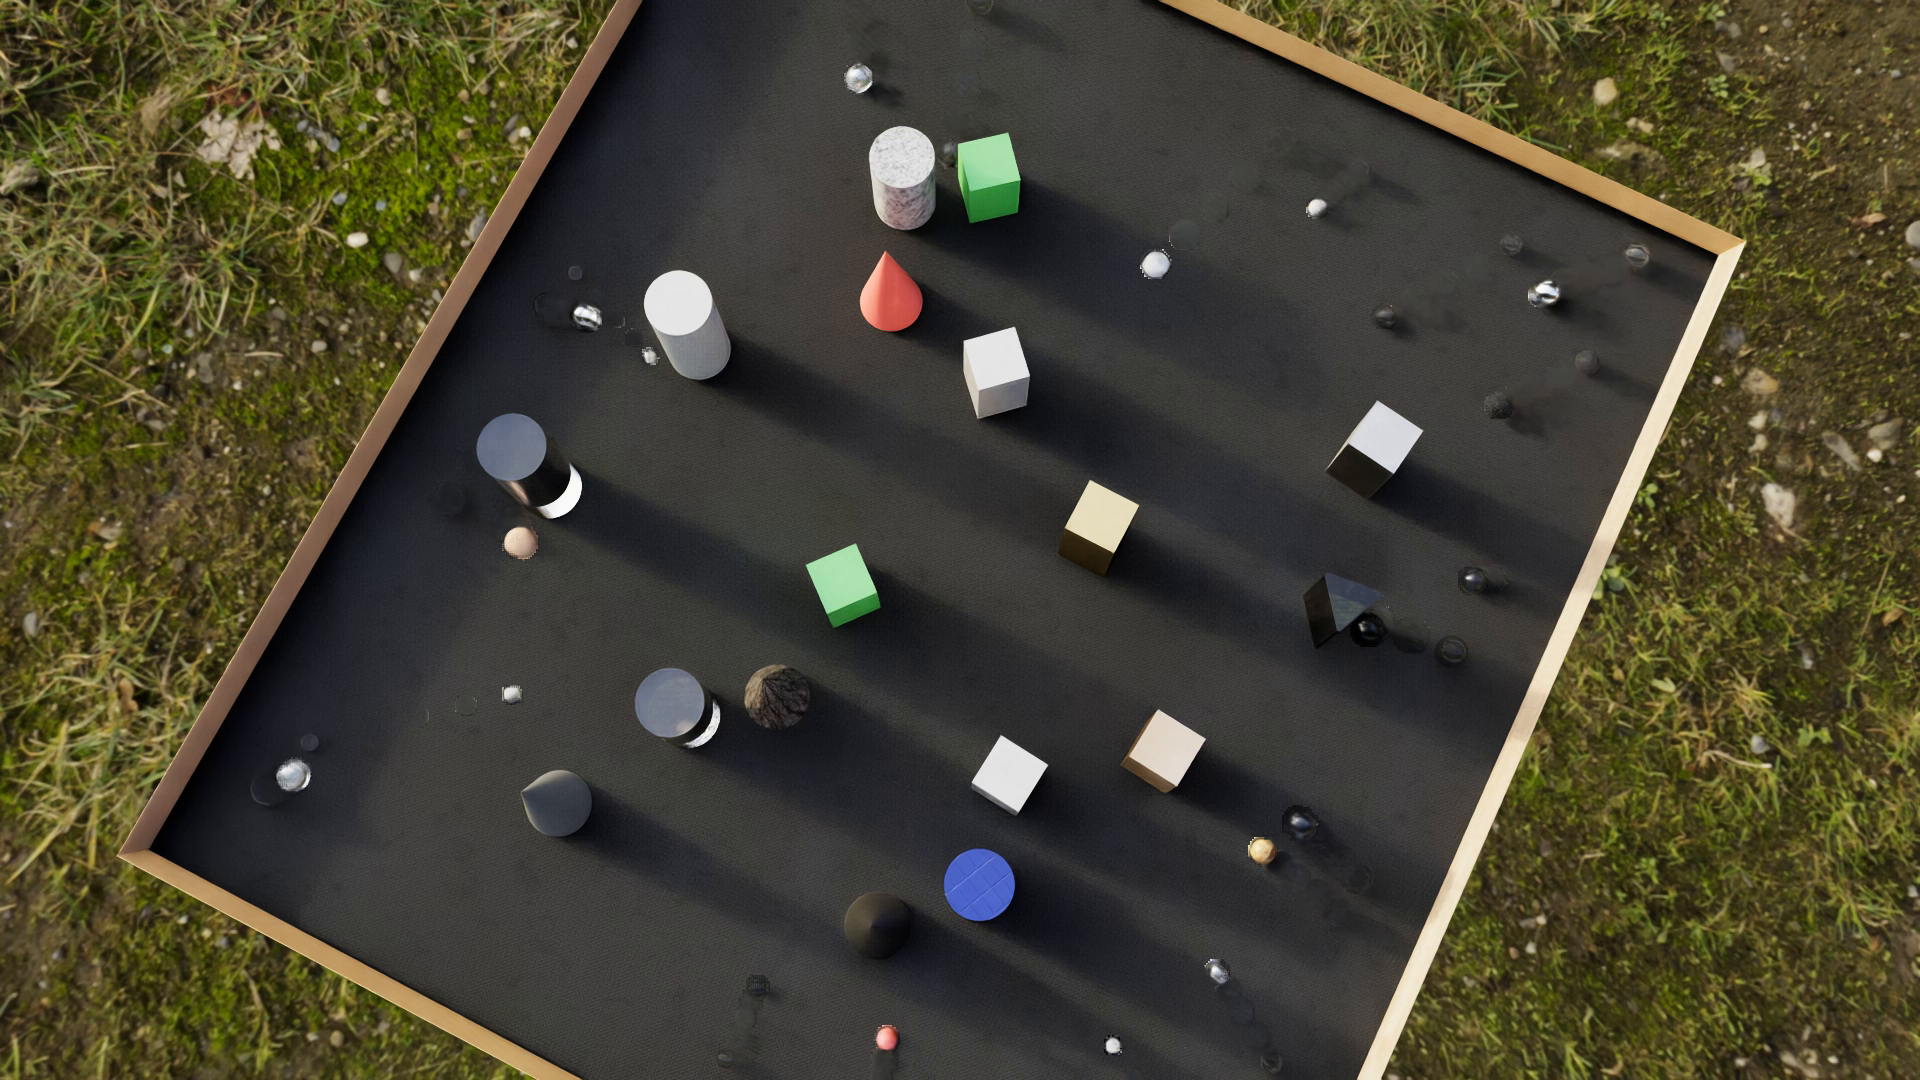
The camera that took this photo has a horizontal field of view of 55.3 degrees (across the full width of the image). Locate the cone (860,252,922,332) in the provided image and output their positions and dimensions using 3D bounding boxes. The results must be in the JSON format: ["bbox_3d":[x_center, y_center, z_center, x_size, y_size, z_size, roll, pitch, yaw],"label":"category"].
[{"bbox_3d":[-0.216,-0.797,5.553,0.197,0.448,0.197,0,78,0],"label":"cone"}]

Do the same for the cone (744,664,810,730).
[{"bbox_3d":[-0.551,0.430,5.312,0.197,0.422,0.197,0,78,0],"label":"cone"}]

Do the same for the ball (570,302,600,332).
[{"bbox_3d":[-1.167,-0.697,5.713,0.093,0.093,0.093,0,78,0],"label":"ball"}]

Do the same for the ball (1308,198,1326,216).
[{"bbox_3d":[1.133,-1.053,5.805,0.057,0.057,0.057,0,78,0],"label":"ball"}]

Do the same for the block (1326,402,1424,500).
[{"bbox_3d":[1.237,-0.264,5.494,0.158,0.346,0.158,35,80,7],"label":"block"}]

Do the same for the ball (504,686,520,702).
[{"bbox_3d":[-1.344,0.464,5.495,0.050,0.050,0.050,0,78,0],"label":"ball"}]

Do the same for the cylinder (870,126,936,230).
[{"bbox_3d":[-0.174,-1.115,5.672,0.197,0.343,0.197,0,78,0],"label":"cylinder"}]

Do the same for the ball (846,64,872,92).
[{"bbox_3d":[-0.324,-1.480,5.878,0.089,0.089,0.089,0,78,0],"label":"ball"}]

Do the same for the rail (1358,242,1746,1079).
[{"bbox_3d":[1.553,0.767,5.391,0.045,0.128,3.860,26,80,5],"label":"rail"}]

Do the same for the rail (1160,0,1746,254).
[{"bbox_3d":[0.852,-1.663,5.894,3.521,0.128,0.045,26,80,5],"label":"rail"}]

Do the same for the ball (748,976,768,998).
[{"bbox_3d":[-0.586,1.296,5.318,0.059,0.059,0.059,0,78,0],"label":"ball"}]

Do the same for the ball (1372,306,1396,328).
[{"bbox_3d":[1.326,-0.696,5.725,0.070,0.070,0.070,0,78,0],"label":"ball"}]

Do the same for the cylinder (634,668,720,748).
[{"bbox_3d":[-0.819,0.493,5.338,0.197,0.346,0.197,0,78,0],"label":"cylinder"}]

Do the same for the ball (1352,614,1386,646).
[{"bbox_3d":[1.230,0.269,5.511,0.099,0.099,0.099,0,78,0],"label":"ball"}]

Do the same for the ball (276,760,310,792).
[{"bbox_3d":[-1.972,0.697,5.424,0.095,0.095,0.095,0,78,0],"label":"ball"}]

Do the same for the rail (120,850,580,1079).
[{"bbox_3d":[-0.852,1.676,5.203,3.521,0.128,0.045,26,80,5],"label":"rail"}]

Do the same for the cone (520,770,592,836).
[{"bbox_3d":[-1.194,0.734,5.216,0.197,0.487,0.197,0,78,0],"label":"cone"}]

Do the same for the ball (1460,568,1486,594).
[{"bbox_3d":[1.555,0.122,5.551,0.079,0.079,0.079,0,78,0],"label":"ball"}]

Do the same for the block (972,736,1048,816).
[{"bbox_3d":[0.142,0.691,5.343,0.158,0.256,0.158,32,80,6],"label":"block"}]

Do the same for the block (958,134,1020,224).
[{"bbox_3d":[0.089,-1.126,5.714,0.158,0.265,0.158,-13,79,-3],"label":"block"}]

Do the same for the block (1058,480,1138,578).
[{"bbox_3d":[0.405,-0.027,5.421,0.158,0.393,0.158,28,80,5],"label":"block"}]

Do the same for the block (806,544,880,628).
[{"bbox_3d":[-0.344,0.139,5.451,0.158,0.267,0.158,-23,79,-5],"label":"block"}]

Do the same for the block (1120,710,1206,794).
[{"bbox_3d":[0.587,0.618,5.333,0.158,0.304,0.158,32,80,6],"label":"block"}]

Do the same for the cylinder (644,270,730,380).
[{"bbox_3d":[-0.816,-0.641,5.523,0.197,0.444,0.197,0,78,0],"label":"cylinder"}]

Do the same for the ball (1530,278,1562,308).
[{"bbox_3d":[1.832,-0.771,5.729,0.092,0.092,0.092,0,78,0],"label":"ball"}]

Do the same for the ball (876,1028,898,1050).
[{"bbox_3d":[-0.210,1.440,5.287,0.063,0.063,0.063,0,78,0],"label":"ball"}]

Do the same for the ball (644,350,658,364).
[{"bbox_3d":[-0.965,-0.571,5.713,0.043,0.043,0.043,0,78,0],"label":"ball"}]

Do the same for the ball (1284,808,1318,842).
[{"bbox_3d":[1.002,0.837,5.393,0.098,0.098,0.098,0,78,0],"label":"ball"}]

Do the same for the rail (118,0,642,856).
[{"bbox_3d":[-1.553,-0.754,5.706,0.045,0.128,3.860,26,80,5],"label":"rail"}]

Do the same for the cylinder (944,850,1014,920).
[{"bbox_3d":[0.054,0.990,5.245,0.197,0.326,0.197,0,78,0],"label":"cylinder"}]

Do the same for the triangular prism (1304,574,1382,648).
[{"bbox_3d":[1.095,0.186,5.404,0.171,0.341,0.148,-39,81,-7],"label":"triangular prism"}]

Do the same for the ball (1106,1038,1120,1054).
[{"bbox_3d":[0.443,1.461,5.292,0.044,0.044,0.044,0,78,0],"label":"ball"}]

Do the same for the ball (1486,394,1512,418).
[{"bbox_3d":[1.667,-0.416,5.664,0.076,0.076,0.076,0,78,0],"label":"ball"}]

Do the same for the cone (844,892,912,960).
[{"bbox_3d":[-0.242,1.090,5.182,0.197,0.409,0.197,0,78,0],"label":"cone"}]

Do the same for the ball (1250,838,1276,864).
[{"bbox_3d":[0.892,0.916,5.388,0.076,0.076,0.076,0,78,0],"label":"ball"}]

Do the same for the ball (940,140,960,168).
[{"bbox_3d":[-0.025,-1.227,5.828,0.084,0.084,0.084,0,78,0],"label":"ball"}]

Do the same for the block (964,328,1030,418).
[{"bbox_3d":[0.109,-0.503,5.559,0.158,0.317,0.158,-16,79,-3],"label":"block"}]

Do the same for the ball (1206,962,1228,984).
[{"bbox_3d":[0.749,1.256,5.324,0.064,0.064,0.064,0,78,0],"label":"ball"}]

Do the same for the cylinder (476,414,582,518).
[{"bbox_3d":[-1.265,-0.213,5.409,0.197,0.492,0.197,0,78,0],"label":"cylinder"}]

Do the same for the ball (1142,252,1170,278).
[{"bbox_3d":[0.616,-0.865,5.753,0.083,0.083,0.083,0,78,0],"label":"ball"}]

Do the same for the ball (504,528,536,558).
[{"bbox_3d":[-1.336,0.008,5.566,0.096,0.096,0.096,0,78,0],"label":"ball"}]
